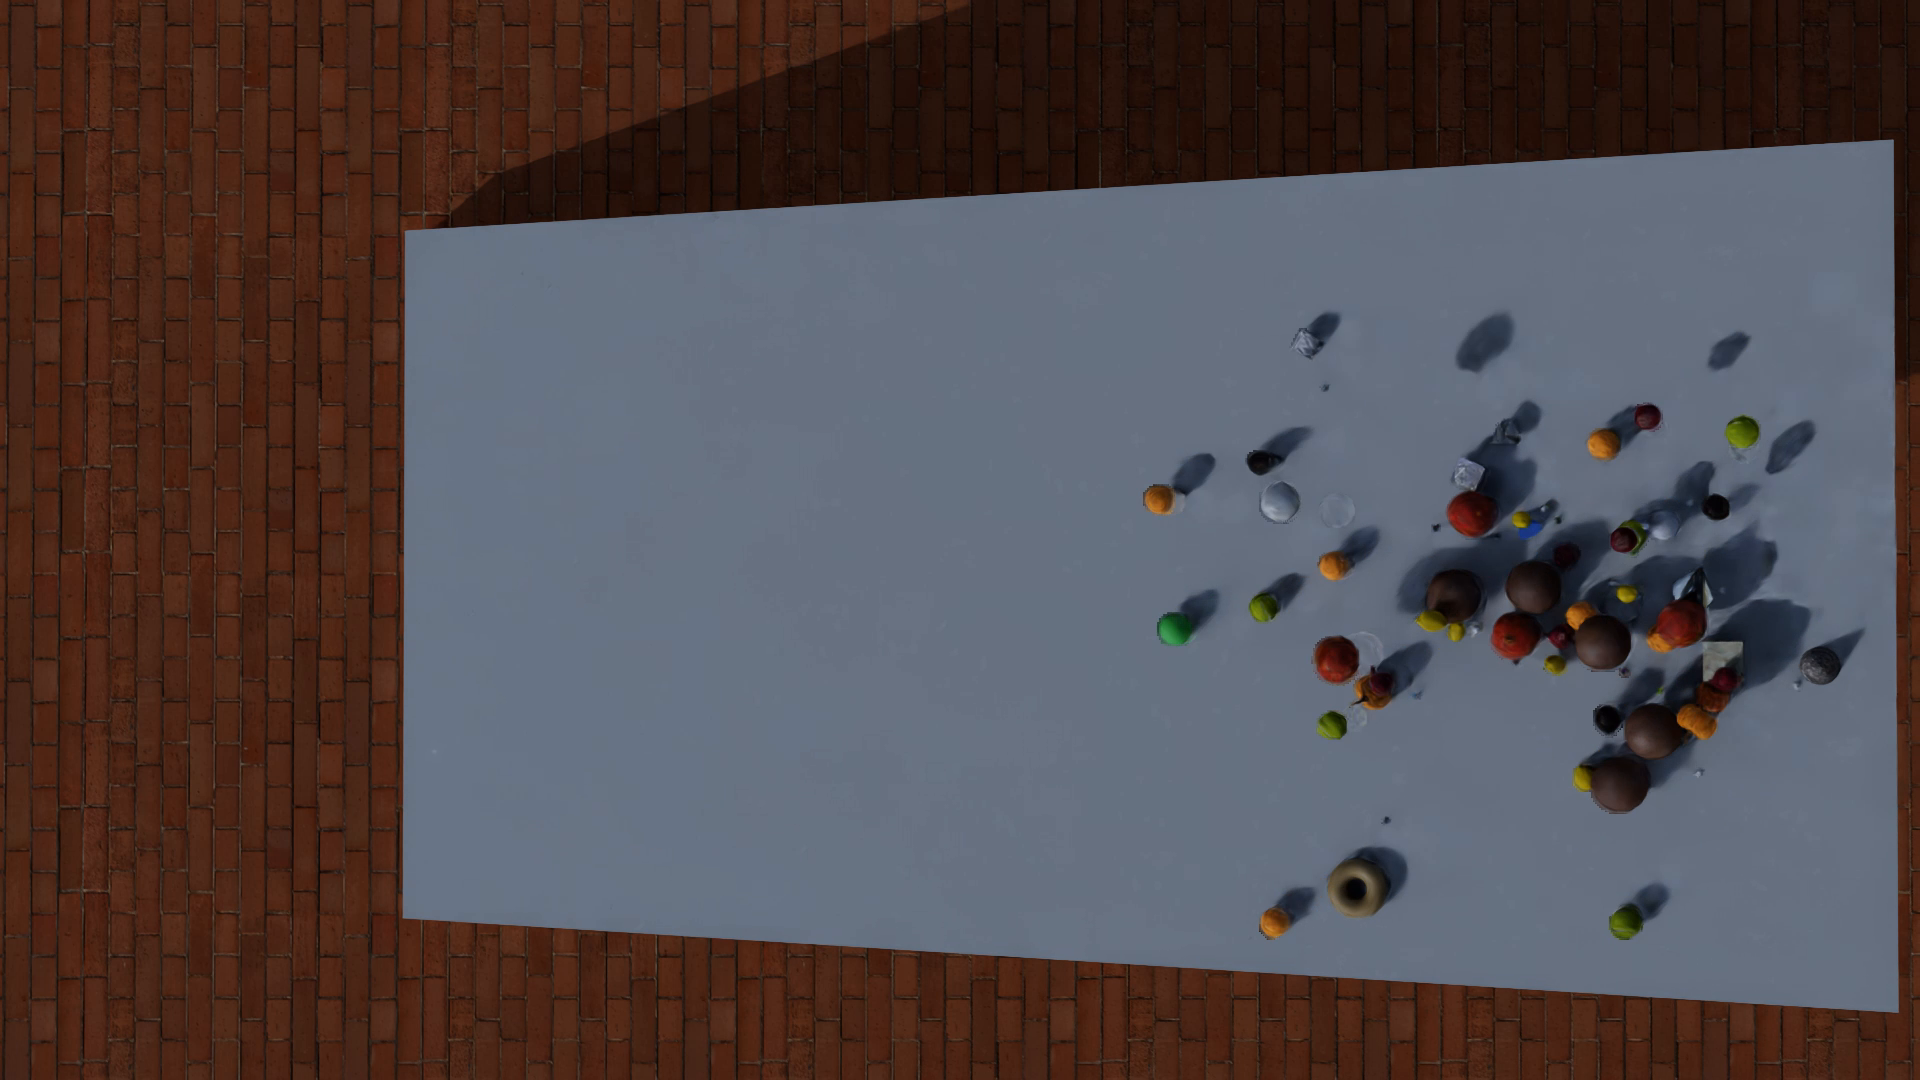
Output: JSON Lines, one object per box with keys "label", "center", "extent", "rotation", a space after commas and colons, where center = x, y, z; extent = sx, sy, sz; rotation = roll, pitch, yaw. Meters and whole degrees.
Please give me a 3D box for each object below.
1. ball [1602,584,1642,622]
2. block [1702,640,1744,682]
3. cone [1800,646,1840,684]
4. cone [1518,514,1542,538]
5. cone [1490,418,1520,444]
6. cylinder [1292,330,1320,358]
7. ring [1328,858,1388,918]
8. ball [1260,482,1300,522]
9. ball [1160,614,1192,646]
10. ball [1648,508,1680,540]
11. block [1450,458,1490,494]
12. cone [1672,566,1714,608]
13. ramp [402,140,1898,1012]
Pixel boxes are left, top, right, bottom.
{"label": "ball", "center": [1.564, 0.149, 5.197], "extent": [0.092, 0.092, 0.092], "rotation": [0, 89, 0]}
{"label": "block", "center": [1.776, 0.281, 5.118], "extent": [0.091, 0.091, 0.091], "rotation": [0, 90, 20]}
{"label": "cone", "center": [1.975, 0.291, 5.048], "extent": [0.088, 0.088, 0.088], "rotation": [0, 89, 20]}
{"label": "cone", "center": [1.363, -0.044, 5.307], "extent": [0.060, 0.060, 0.060], "rotation": [-21, 54, 0]}
{"label": "cone", "center": [1.308, -0.248, 5.322], "extent": [0.067, 0.067, 0.067], "rotation": [53, 133, 1]}
{"label": "cylinder", "center": [0.862, -0.488, 5.479], "extent": [0.054, 0.054, 0.054], "rotation": [28, 99, 0]}
{"label": "ring", "center": [0.979, 0.859, 5.421], "extent": [0.148, 0.049, 0.148], "rotation": [-2, 85, 22]}
{"label": "ball", "center": [0.750, -0.090, 5.149], "extent": [0.093, 0.093, 0.093], "rotation": [0, 89, 0]}
{"label": "ball", "center": [0.545, 0.226, 5.569], "extent": [0.082, 0.082, 0.082], "rotation": [0, 89, 0]}
{"label": "ball", "center": [1.654, -0.037, 5.168], "extent": [0.073, 0.073, 0.073], "rotation": [0, 89, 0]}
{"label": "block", "center": [1.235, -0.157, 5.332], "extent": [0.065, 0.065, 0.065], "rotation": [25, 97, 21]}
{"label": "cone", "center": [1.714, 0.092, 5.107], "extent": [0.095, 0.095, 0.095], "rotation": [0, 48, 0]}
{"label": "ramp", "center": [0.280, 0.090, 5.764], "extent": [4.000, 0.100, 2.000], "rotation": [0, 89, 20]}
